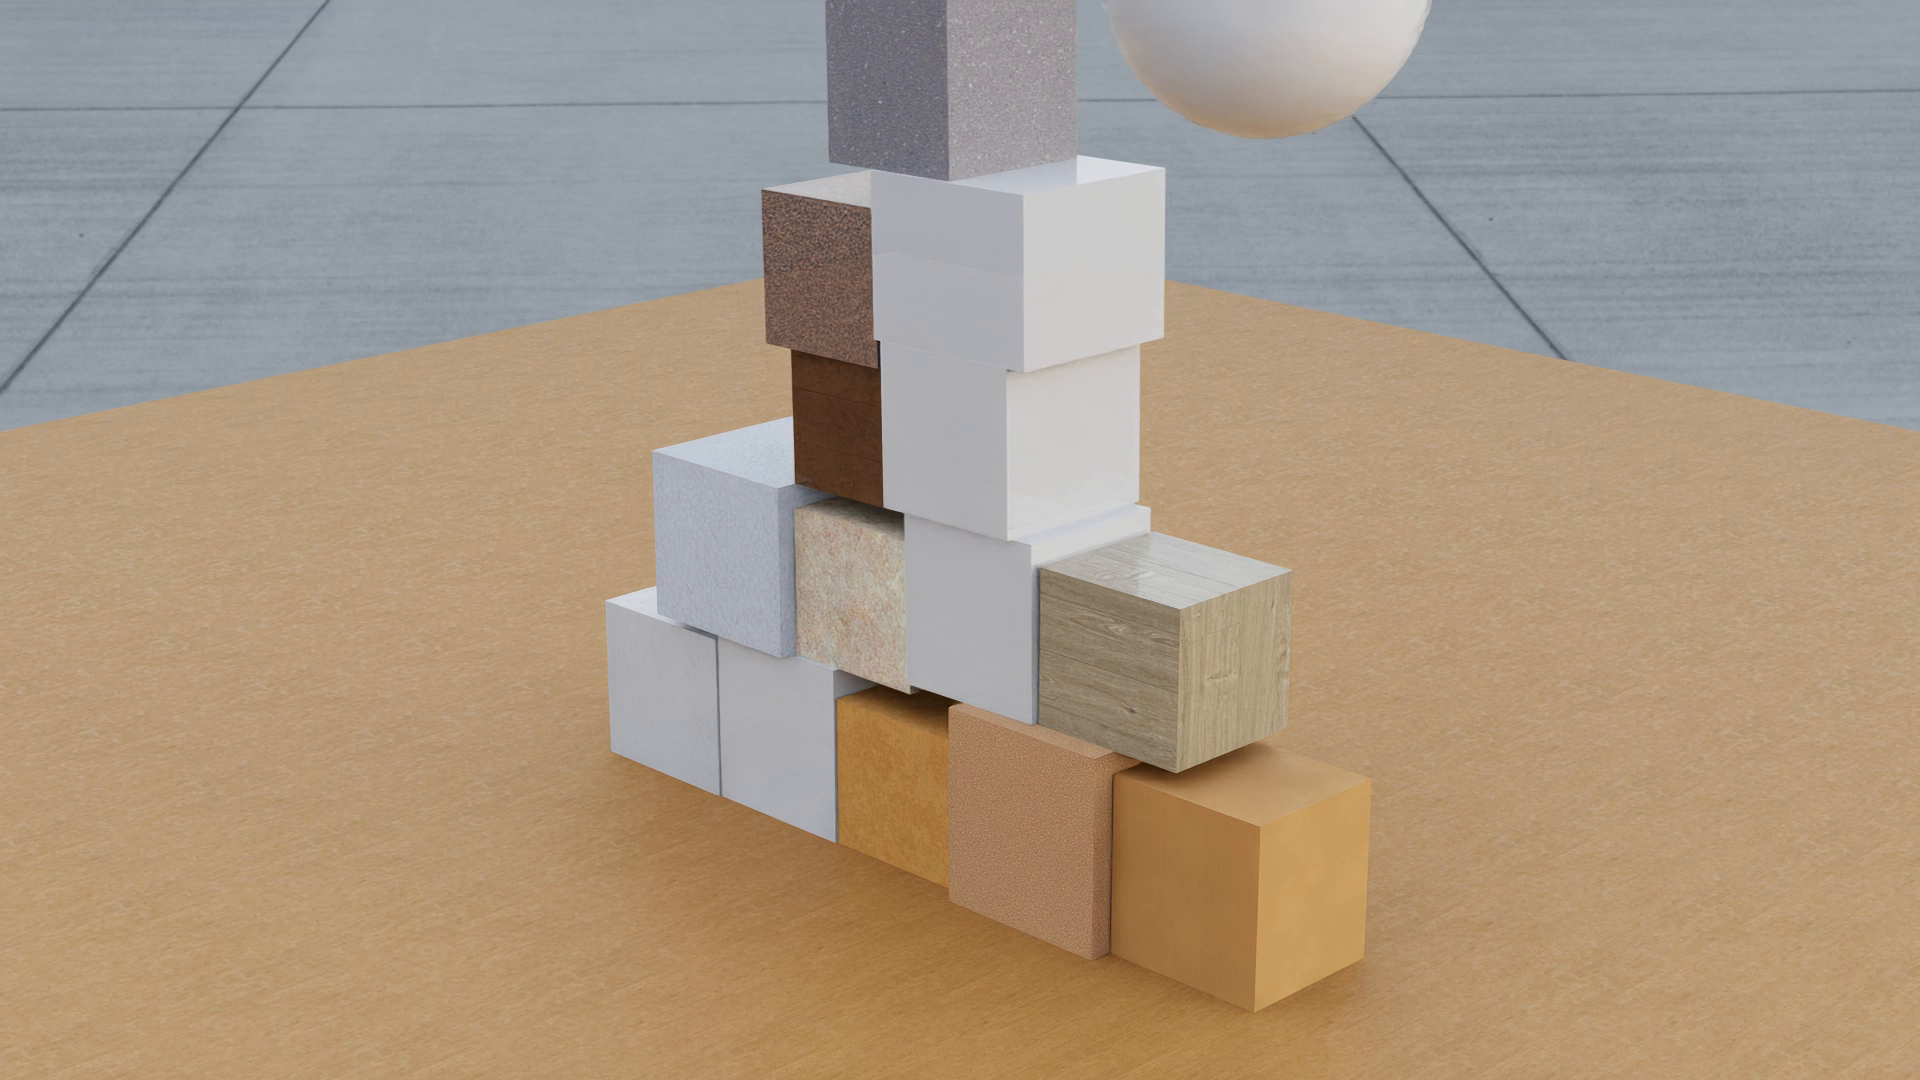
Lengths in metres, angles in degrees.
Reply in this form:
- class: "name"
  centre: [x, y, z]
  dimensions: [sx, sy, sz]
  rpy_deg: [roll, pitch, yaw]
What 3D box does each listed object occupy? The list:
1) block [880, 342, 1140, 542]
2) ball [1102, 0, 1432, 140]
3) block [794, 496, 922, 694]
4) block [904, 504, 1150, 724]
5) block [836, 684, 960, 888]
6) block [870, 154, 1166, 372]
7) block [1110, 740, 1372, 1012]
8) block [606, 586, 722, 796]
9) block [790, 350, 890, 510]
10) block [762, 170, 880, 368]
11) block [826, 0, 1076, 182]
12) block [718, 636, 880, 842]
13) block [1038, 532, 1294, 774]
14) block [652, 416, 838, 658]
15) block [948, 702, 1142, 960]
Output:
- class: "block"
  centre: [0.225, -0.520, 12.930]
  dimensions: [0.843, 0.755, 0.765]
  rpy_deg: [-17, 23, -42]
- class: "ball"
  centre: [1.467, -2.722, 14.024]
  dimensions: [1.600, 1.600, 1.600]
  rpy_deg: [0, 17, 0]
- class: "block"
  centre: [-0.239, 0.198, 13.647]
  dimensions: [0.725, 0.716, 0.766]
  rpy_deg: [-17, 24, -42]
- class: "block"
  centre: [0.302, 0.253, 13.083]
  dimensions: [0.765, 0.814, 0.776]
  rpy_deg: [-17, 23, -42]
- class: "block"
  centre: [-0.007, 1.087, 13.683]
  dimensions: [0.773, 0.721, 0.821]
  rpy_deg: [-17, 24, -42]
- class: "block"
  centre: [0.253, -1.237, 12.708]
  dimensions: [0.881, 0.745, 0.910]
  rpy_deg: [-17, 23, -42]
- class: "block"
  centre: [1.194, 1.396, 12.519]
  dimensions: [0.736, 0.831, 0.801]
  rpy_deg: [-17, 24, -42]
- class: "block"
  centre: [-1.170, 0.686, 14.813]
  dimensions: [0.871, 0.810, 0.844]
  rpy_deg: [-17, 24, -42]
- class: "block"
  centre: [-0.289, -0.580, 13.442]
  dimensions: [0.671, 0.656, 0.681]
  rpy_deg: [-17, 23, -42]
- class: "block"
  centre: [-0.352, -1.248, 13.290]
  dimensions: [0.780, 0.711, 0.740]
  rpy_deg: [-17, 23, -42]
- class: "block"
  centre: [-0.035, -2.033, 12.731]
  dimensions: [0.790, 0.772, 0.745]
  rpy_deg: [-17, 23, -42]
- class: "block"
  centre: [-0.591, 0.844, 14.223]
  dimensions: [0.806, 0.862, 0.817]
  rpy_deg: [-17, 24, -42]
- class: "block"
  centre: [0.878, 0.465, 12.571]
  dimensions: [0.729, 0.719, 0.787]
  rpy_deg: [-17, 24, -42]
- class: "block"
  centre: [-0.840, -0.034, 14.198]
  dimensions: [0.899, 0.828, 0.907]
  rpy_deg: [-17, 24, -42]
- class: "block"
  centre: [0.612, 1.165, 13.089]
  dimensions: [1.005, 0.929, 0.869]
  rpy_deg: [-17, 24, -42]
